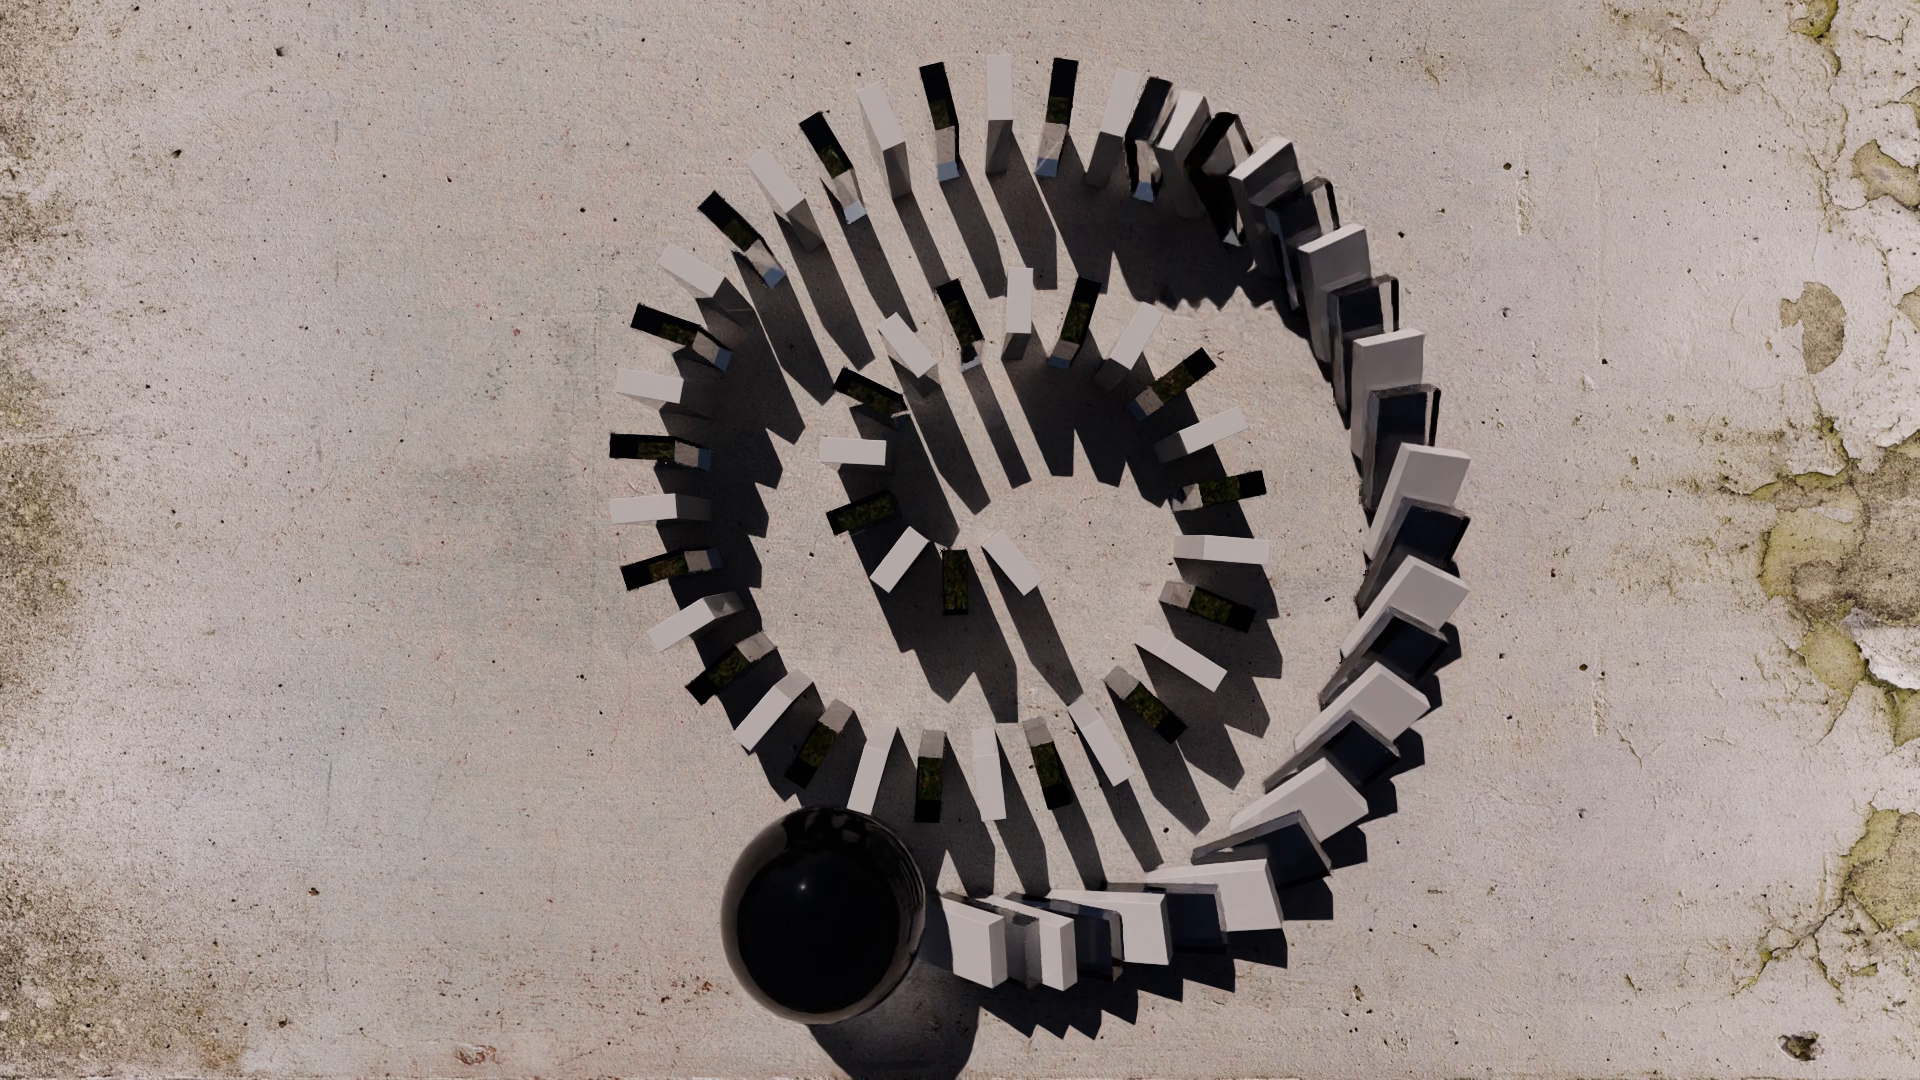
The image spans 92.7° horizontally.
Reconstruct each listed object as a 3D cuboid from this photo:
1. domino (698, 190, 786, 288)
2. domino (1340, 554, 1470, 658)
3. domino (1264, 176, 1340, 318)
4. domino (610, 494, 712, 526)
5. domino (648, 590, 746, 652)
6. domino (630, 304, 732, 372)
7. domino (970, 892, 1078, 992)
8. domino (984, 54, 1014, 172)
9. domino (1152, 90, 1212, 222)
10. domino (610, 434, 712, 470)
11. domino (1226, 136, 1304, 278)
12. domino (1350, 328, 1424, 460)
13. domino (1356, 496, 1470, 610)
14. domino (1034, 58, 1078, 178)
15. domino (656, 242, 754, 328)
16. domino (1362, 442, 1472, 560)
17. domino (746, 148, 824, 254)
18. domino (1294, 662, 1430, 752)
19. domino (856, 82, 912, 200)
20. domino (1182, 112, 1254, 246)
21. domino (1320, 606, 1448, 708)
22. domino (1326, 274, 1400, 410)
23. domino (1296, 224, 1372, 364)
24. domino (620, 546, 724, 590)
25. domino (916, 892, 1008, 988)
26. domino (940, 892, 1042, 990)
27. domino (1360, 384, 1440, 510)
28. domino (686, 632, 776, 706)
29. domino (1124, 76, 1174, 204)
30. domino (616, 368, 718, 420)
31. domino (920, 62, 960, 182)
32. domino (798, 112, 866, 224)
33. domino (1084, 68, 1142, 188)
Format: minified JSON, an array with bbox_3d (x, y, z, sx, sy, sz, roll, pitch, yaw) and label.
[{"bbox_3d":[-0.088,-0.122,0.375,0.025,0.050,0.009,44,90,0],"label":"domino"},{"bbox_3d":[0.186,0.034,0.385,0.025,0.010,0.050,26,115,0],"label":"domino"},{"bbox_3d":[0.146,-0.121,0.382,0.025,0.009,0.050,-30,125,0],"label":"domino"},{"bbox_3d":[-0.121,-0.012,0.375,0.025,0.050,0.009,-5,90,0],"label":"domino"},{"bbox_3d":[-0.107,0.033,0.375,0.025,0.050,0.009,-32,90,0],"label":"domino"},{"bbox_3d":[-0.113,-0.082,0.375,0.025,0.050,0.009,19,90,0],"label":"domino"},{"bbox_3d":[0.025,0.165,0.379,0.050,0.010,0.025,-3,90,43],"label":"domino"},{"bbox_3d":[0.015,-0.173,0.375,0.009,0.050,0.025,-1,90,0],"label":"domino"},{"bbox_3d":[0.095,-0.156,0.376,0.010,0.050,0.025,30,90,30],"label":"domino"},{"bbox_3d":[-0.121,-0.036,0.375,0.025,0.050,0.009,3,90,0],"label":"domino"},{"bbox_3d":[0.130,-0.137,0.380,0.025,0.009,0.050,-39,131,0],"label":"domino"},{"bbox_3d":[0.179,-0.061,0.384,0.025,0.009,0.050,-12,117,0],"label":"domino"},{"bbox_3d":[0.189,0.009,0.385,0.025,0.010,0.050,14,116,0],"label":"domino"},{"bbox_3d":[0.039,-0.171,0.375,0.009,0.050,0.025,8,90,0],"label":"domino"},{"bbox_3d":[-0.103,-0.103,0.375,0.025,0.050,0.010,32,90,0],"label":"domino"},{"bbox_3d":[0.191,-0.014,0.385,0.025,0.010,0.050,8,116,0],"label":"domino"},{"bbox_3d":[-0.071,-0.137,0.375,0.009,0.050,0.025,-38,90,0],"label":"domino"},{"bbox_3d":[0.168,0.077,0.385,0.025,0.010,0.050,36,115,0],"label":"domino"},{"bbox_3d":[-0.030,-0.162,0.375,0.009,0.050,0.025,-24,90,0],"label":"domino"},{"bbox_3d":[0.111,-0.148,0.378,0.009,0.050,0.025,34,90,41],"label":"domino"},{"bbox_3d":[0.177,0.055,0.385,0.025,0.010,0.050,27,115,0],"label":"domino"},{"bbox_3d":[0.170,-0.082,0.384,0.025,0.010,0.050,-18,119,0],"label":"domino"},{"bbox_3d":[0.159,-0.102,0.383,0.025,0.009,0.050,-24,121,0],"label":"domino"},{"bbox_3d":[-0.117,0.011,0.375,0.025,0.050,0.010,-17,90,0],"label":"domino"},{"bbox_3d":[-0.003,0.164,0.379,0.050,0.009,0.025,-3,90,43],"label":"domino"},{"bbox_3d":[0.011,0.165,0.379,0.050,0.009,0.025,-3,90,43],"label":"domino"},{"bbox_3d":[0.184,-0.039,0.385,0.025,0.009,0.050,-8,116,0],"label":"domino"},{"bbox_3d":[-0.093,0.052,0.375,0.025,0.050,0.010,-41,90,0],"label":"domino"},{"bbox_3d":[0.078,-0.162,0.375,0.010,0.050,0.025,23,90,16],"label":"domino"},{"bbox_3d":[-0.119,-0.059,0.375,0.025,0.050,0.010,10,90,0],"label":"domino"},{"bbox_3d":[-0.008,-0.170,0.375,0.009,0.050,0.025,-14,90,0],"label":"domino"},{"bbox_3d":[-0.051,-0.151,0.375,0.009,0.050,0.025,-31,90,0],"label":"domino"},{"bbox_3d":[0.062,-0.167,0.375,0.009,0.050,0.025,16,90,1],"label":"domino"}]
